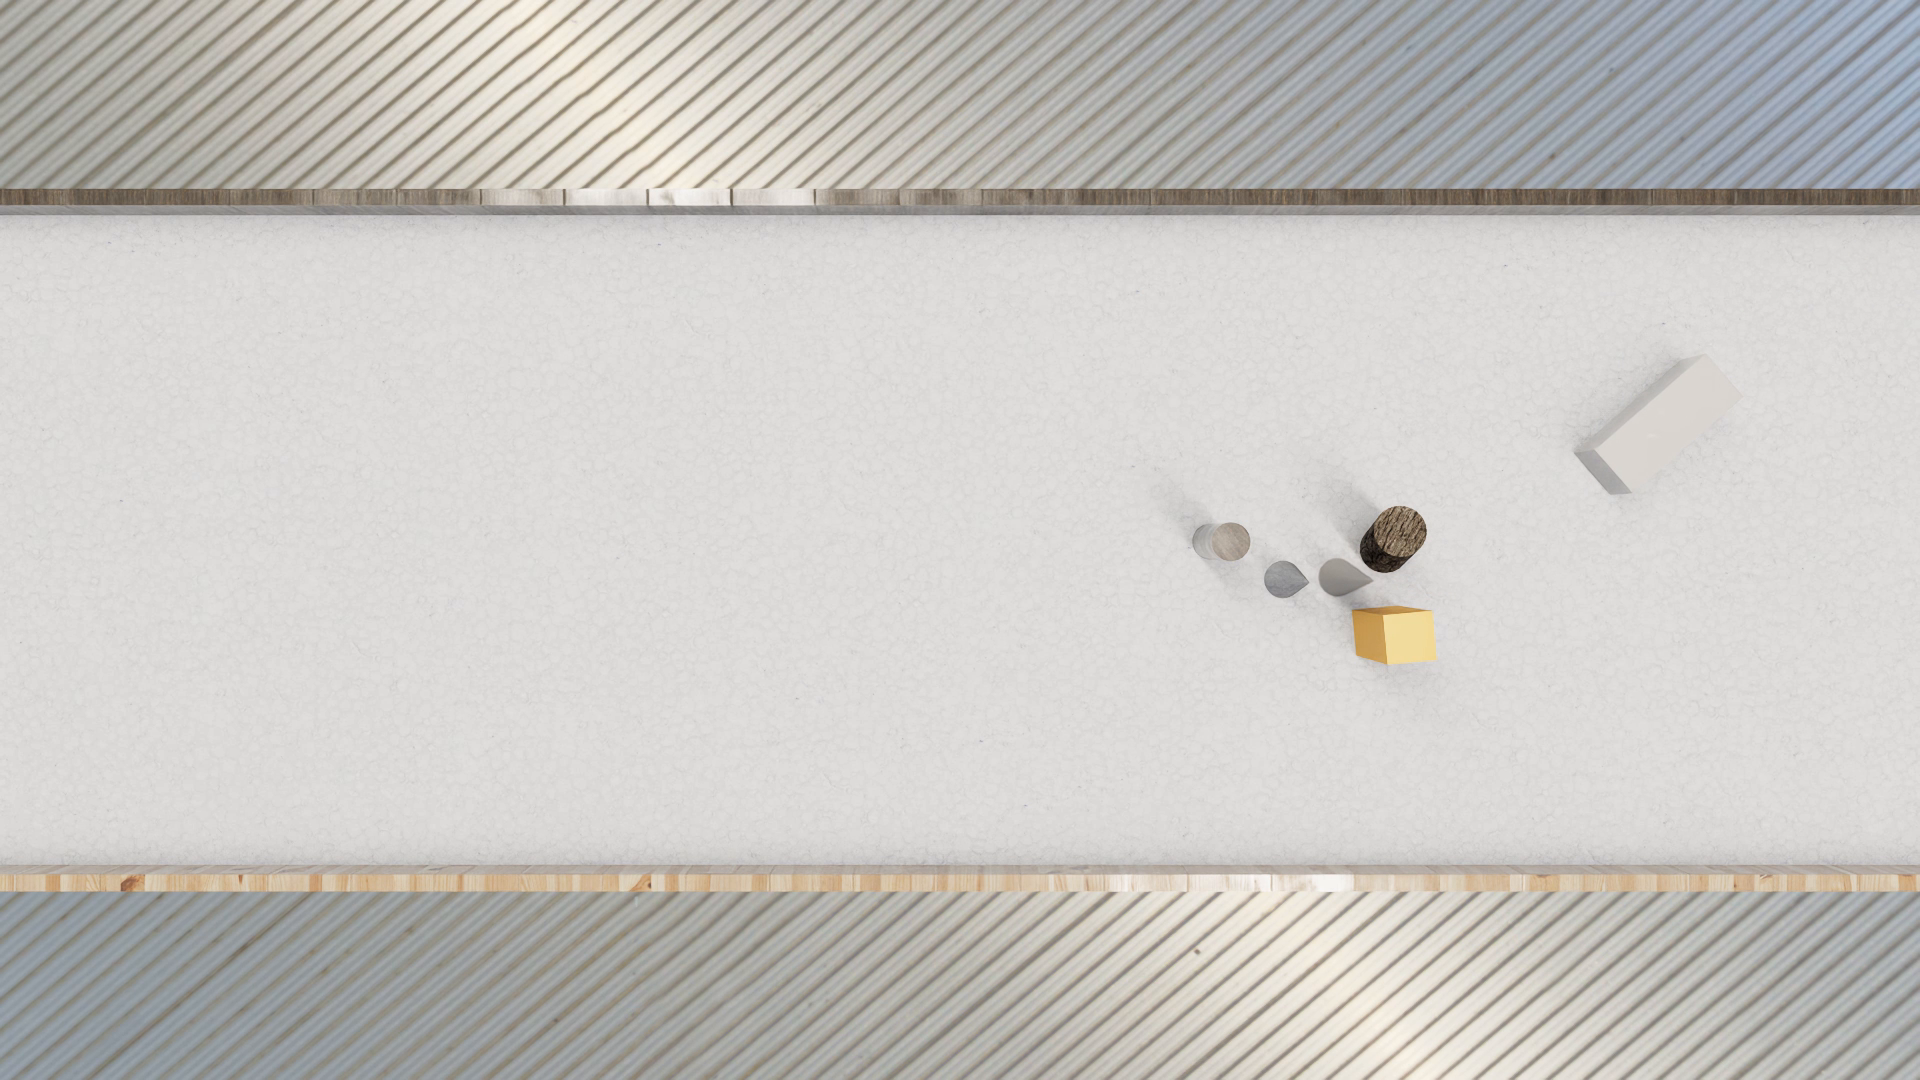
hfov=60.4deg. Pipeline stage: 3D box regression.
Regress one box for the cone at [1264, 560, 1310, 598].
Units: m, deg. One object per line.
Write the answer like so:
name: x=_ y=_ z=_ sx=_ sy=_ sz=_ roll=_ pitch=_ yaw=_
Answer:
cone: x=0.994 y=0.122 z=4.880 sx=0.116 sy=0.392 sz=0.116 roll=0 pitch=90 yaw=0

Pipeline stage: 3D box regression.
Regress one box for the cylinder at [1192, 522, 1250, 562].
cylinder: x=0.770 y=0.005 z=4.882 sx=0.111 sy=0.389 sz=0.111 roll=0 pitch=90 yaw=0

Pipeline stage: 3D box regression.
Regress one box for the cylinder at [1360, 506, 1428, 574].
cylinder: x=1.281 y=0.001 z=4.890 sx=0.148 sy=0.350 sz=0.148 roll=-1 pitch=81 yaw=7

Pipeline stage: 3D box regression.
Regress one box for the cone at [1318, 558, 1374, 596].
cone: x=1.168 y=0.115 z=4.872 sx=0.118 sy=0.405 sz=0.118 roll=0 pitch=90 yaw=-2

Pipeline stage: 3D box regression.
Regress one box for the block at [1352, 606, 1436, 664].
block: x=1.283 y=0.279 z=4.890 sx=0.141 sy=0.374 sz=0.141 roll=-5 pitch=90 yaw=0

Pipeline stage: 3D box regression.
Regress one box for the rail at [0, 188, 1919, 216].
rail: x=-2.247 y=-1.025 z=5.002 sx=12.000 sy=0.150 sz=0.050 roll=0 pitch=90 yaw=0

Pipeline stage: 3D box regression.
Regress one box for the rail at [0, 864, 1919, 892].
rail: x=-2.247 y=1.025 z=5.001 sx=12.000 sy=0.150 sz=0.050 roll=0 pitch=90 yaw=0

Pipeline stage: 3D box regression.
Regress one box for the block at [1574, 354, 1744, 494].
block: x=2.110 y=-0.347 z=4.991 sx=0.437 sy=0.171 sz=0.171 roll=-41 pitch=90 yaw=0
